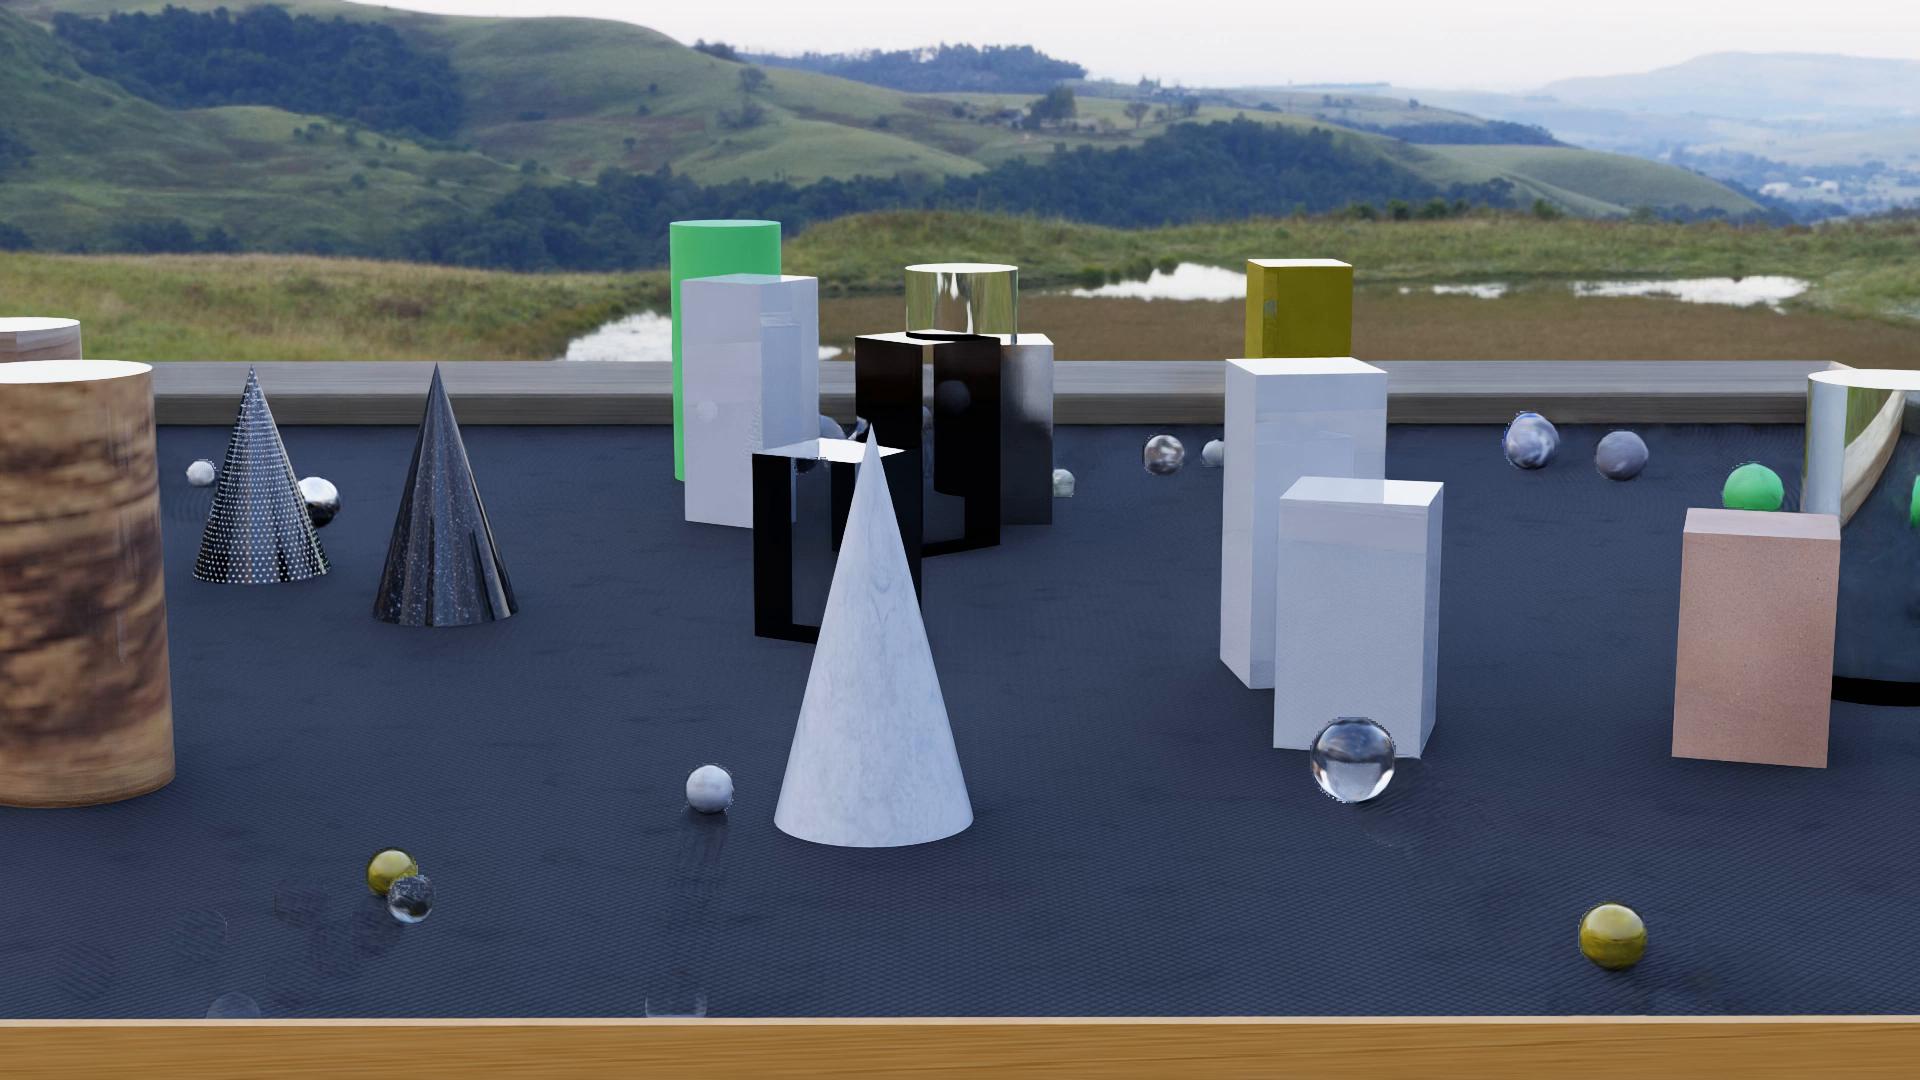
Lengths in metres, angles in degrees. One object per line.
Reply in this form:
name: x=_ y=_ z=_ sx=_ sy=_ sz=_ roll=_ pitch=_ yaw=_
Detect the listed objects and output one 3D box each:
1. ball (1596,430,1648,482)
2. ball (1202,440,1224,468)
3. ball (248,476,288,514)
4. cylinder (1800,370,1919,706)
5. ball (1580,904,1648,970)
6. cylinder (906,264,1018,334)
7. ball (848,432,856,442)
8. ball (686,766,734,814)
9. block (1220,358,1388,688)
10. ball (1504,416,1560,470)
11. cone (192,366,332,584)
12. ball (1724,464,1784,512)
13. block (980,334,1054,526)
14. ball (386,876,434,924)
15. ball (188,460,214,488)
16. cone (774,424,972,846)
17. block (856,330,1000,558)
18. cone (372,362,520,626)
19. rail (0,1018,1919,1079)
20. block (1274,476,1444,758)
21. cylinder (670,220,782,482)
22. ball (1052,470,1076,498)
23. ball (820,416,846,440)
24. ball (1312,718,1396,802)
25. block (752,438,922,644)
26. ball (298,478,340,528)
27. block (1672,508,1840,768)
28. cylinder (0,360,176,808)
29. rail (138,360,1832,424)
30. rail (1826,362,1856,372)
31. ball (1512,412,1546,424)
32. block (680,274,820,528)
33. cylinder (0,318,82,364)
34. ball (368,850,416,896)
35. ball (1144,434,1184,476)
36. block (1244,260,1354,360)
ball: x=1.169 y=-0.148 z=4.533 sx=0.090 sy=0.090 sz=0.090 roll=0 pitch=11 yaw=0
ball: x=0.467 y=-0.157 z=4.676 sx=0.050 sy=0.050 sz=0.050 roll=0 pitch=11 yaw=0
ball: x=-1.136 y=-0.074 z=4.211 sx=0.061 sy=0.061 sz=0.061 roll=0 pitch=11 yaw=0
cylinder: x=1.087 y=-0.006 z=3.010 sx=0.196 sy=0.366 sz=0.196 roll=0 pitch=11 yaw=0
ball: x=0.532 y=0.323 z=2.089 sx=0.054 sy=0.054 sz=0.054 roll=0 pitch=11 yaw=0
cylinder: x=0.003 y=-0.286 z=4.481 sx=0.196 sy=0.379 sz=0.196 roll=0 pitch=11 yaw=0
ball: x=-0.161 y=-0.153 z=4.550 sx=0.092 sy=0.092 sz=0.092 roll=0 pitch=11 yaw=0
ball: x=-0.247 y=0.245 z=2.527 sx=0.047 sy=0.047 sz=0.047 roll=0 pitch=11 yaw=0
block: x=0.410 y=-0.023 z=3.082 sx=0.156 sy=0.373 sz=0.156 roll=-1 pitch=11 yaw=-7
ball: x=1.040 y=-0.176 z=4.661 sx=0.097 sy=0.097 sz=0.097 roll=0 pitch=11 yaw=0
cone: x=-1.015 y=-0.104 z=3.707 sx=0.196 sy=0.304 sz=0.196 roll=0 pitch=11 yaw=0
ball: x=1.277 y=-0.076 z=4.131 sx=0.093 sy=0.093 sz=0.093 roll=0 pitch=11 yaw=0
block: x=0.064 y=-0.180 z=4.157 sx=0.156 sy=0.290 sz=0.156 roll=-1 pitch=11 yaw=-4
ball: x=-0.472 y=0.309 z=2.203 sx=0.041 sy=0.041 sz=0.041 roll=0 pitch=11 yaw=0
ball: x=-1.324 y=-0.115 z=4.474 sx=0.046 sy=0.046 sz=0.046 roll=0 pitch=11 yaw=0
cone: x=-0.084 y=0.080 z=2.479 sx=0.196 sy=0.390 sz=0.196 roll=0 pitch=11 yaw=0
block: x=-0.049 y=-0.150 z=3.914 sx=0.156 sy=0.320 sz=0.156 roll=-9 pitch=14 yaw=-41
cone: x=-0.694 y=-0.071 z=3.433 sx=0.196 sy=0.338 sz=0.196 roll=0 pitch=11 yaw=0
rail: x=0.010 y=0.363 z=1.665 sx=3.594 sy=0.127 sz=0.045 roll=0 pitch=11 yaw=0
block: x=0.436 y=0.080 z=2.797 sx=0.156 sy=0.273 sz=0.156 roll=3 pitch=11 yaw=16
cylinder: x=-0.413 y=-0.336 z=4.558 sx=0.196 sy=0.450 sz=0.196 roll=0 pitch=11 yaw=0
ball: x=0.171 y=-0.095 z=4.357 sx=0.050 sy=0.050 sz=0.050 roll=0 pitch=11 yaw=0
ball: x=-0.256 y=-0.178 z=4.677 sx=0.096 sy=0.096 sz=0.096 roll=0 pitch=11 yaw=0
ball: x=0.393 y=0.220 z=2.565 sx=0.083 sy=0.083 sz=0.083 roll=0 pitch=11 yaw=0
block: x=-0.158 y=0.002 z=3.316 sx=0.156 sy=0.238 sz=0.156 roll=6 pitch=12 yaw=30
ball: x=-1.026 y=-0.059 z=4.076 sx=0.081 sy=0.081 sz=0.081 roll=0 pitch=11 yaw=0
block: x=0.857 y=0.102 z=2.763 sx=0.156 sy=0.243 sz=0.156 roll=3 pitch=11 yaw=17
cylinder: x=-0.909 y=0.040 z=2.602 sx=0.196 sy=0.424 sz=0.196 roll=0 pitch=11 yaw=0
rail: x=-0.010 y=-0.298 z=5.232 sx=3.594 sy=0.127 sz=0.045 roll=0 pitch=11 yaw=0
rail: x=1.773 y=0.031 z=3.459 sx=0.045 sy=0.127 sz=3.675 roll=0 pitch=11 yaw=0
ball: x=1.083 y=-0.204 z=4.874 sx=0.075 sy=0.075 sz=0.075 roll=0 pitch=11 yaw=0
block: x=-0.336 y=-0.227 z=4.139 sx=0.156 sy=0.388 sz=0.156 roll=6 pitch=12 yaw=31
cylinder: x=-1.299 y=-0.107 z=3.519 sx=0.196 sy=0.378 sz=0.196 roll=0 pitch=11 yaw=0
ball: x=-0.503 y=0.295 z=2.272 sx=0.041 sy=0.041 sz=0.041 roll=0 pitch=11 yaw=0
ball: x=0.366 y=-0.152 z=4.601 sx=0.073 sy=0.073 sz=0.073 roll=0 pitch=11 yaw=0
block: x=0.598 y=-0.301 z=4.554 sx=0.156 sy=0.382 sz=0.156 roll=-1 pitch=11 yaw=-5
